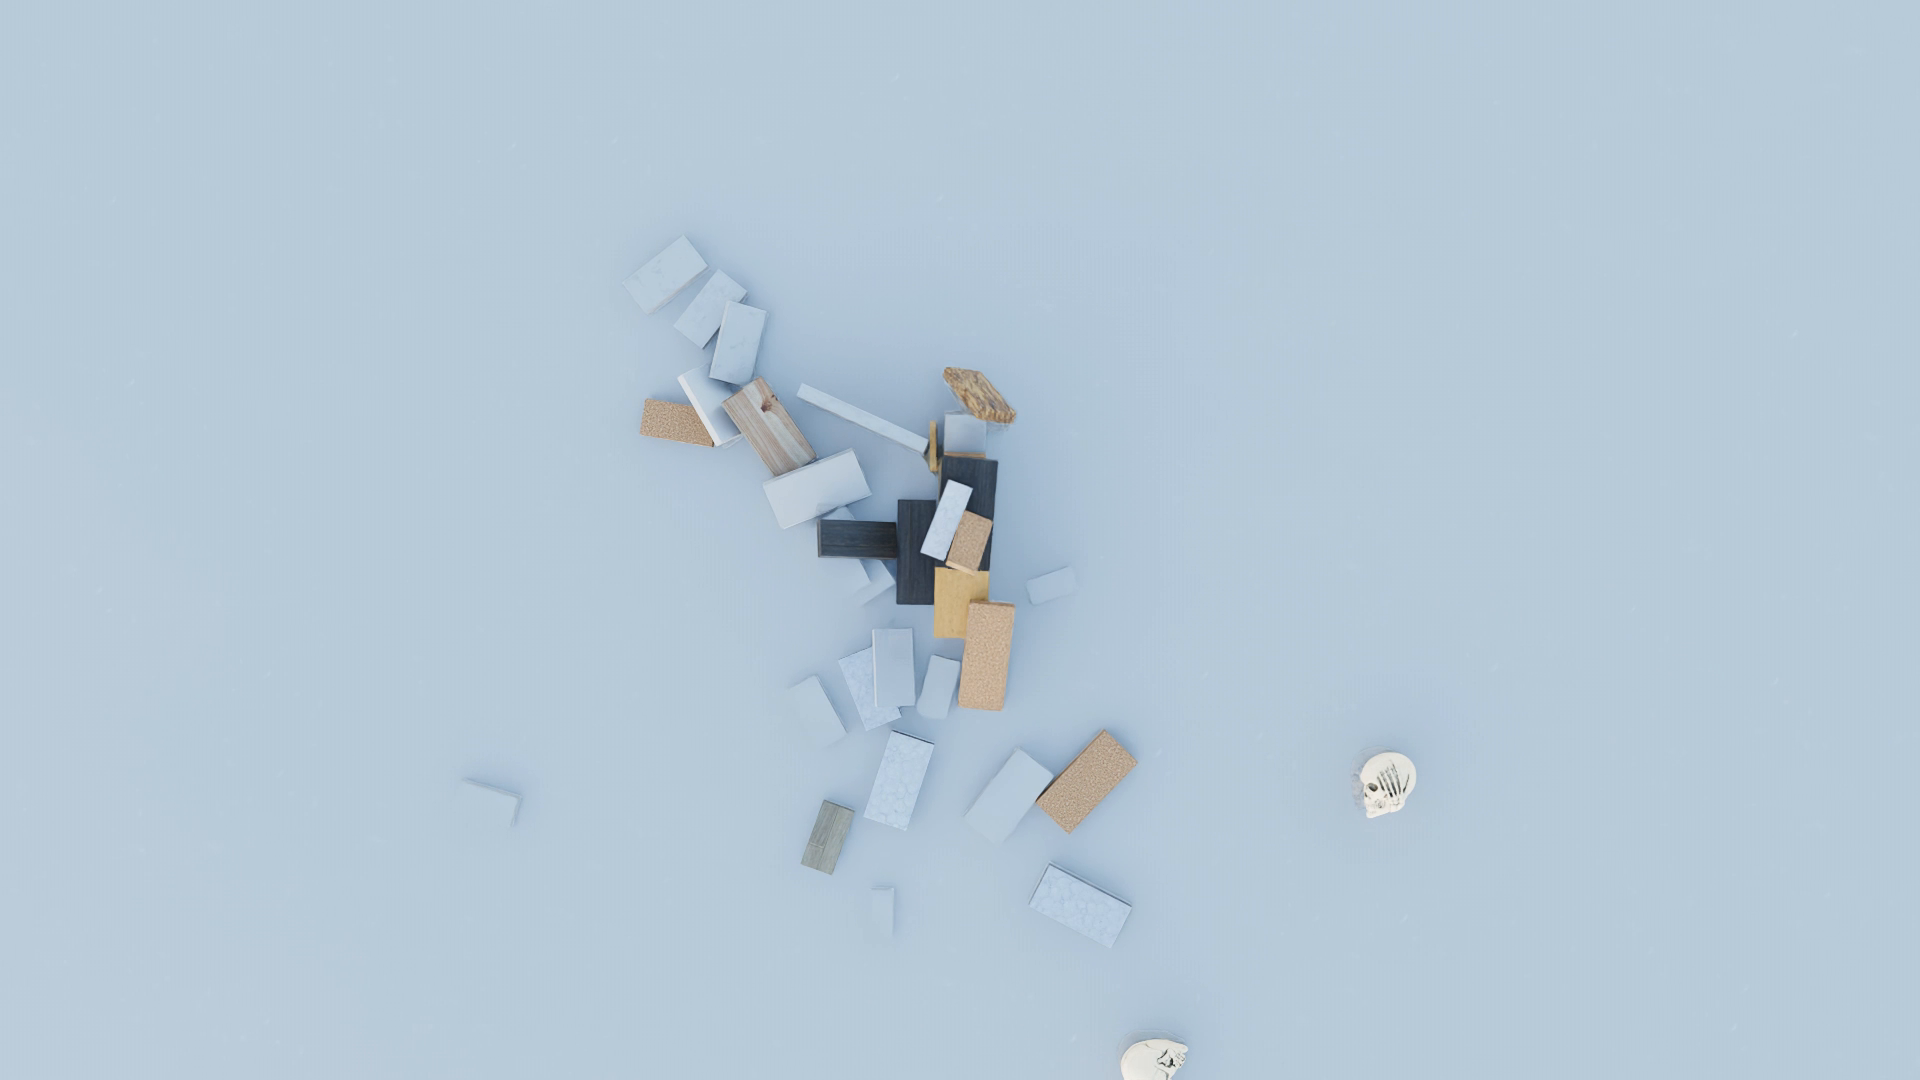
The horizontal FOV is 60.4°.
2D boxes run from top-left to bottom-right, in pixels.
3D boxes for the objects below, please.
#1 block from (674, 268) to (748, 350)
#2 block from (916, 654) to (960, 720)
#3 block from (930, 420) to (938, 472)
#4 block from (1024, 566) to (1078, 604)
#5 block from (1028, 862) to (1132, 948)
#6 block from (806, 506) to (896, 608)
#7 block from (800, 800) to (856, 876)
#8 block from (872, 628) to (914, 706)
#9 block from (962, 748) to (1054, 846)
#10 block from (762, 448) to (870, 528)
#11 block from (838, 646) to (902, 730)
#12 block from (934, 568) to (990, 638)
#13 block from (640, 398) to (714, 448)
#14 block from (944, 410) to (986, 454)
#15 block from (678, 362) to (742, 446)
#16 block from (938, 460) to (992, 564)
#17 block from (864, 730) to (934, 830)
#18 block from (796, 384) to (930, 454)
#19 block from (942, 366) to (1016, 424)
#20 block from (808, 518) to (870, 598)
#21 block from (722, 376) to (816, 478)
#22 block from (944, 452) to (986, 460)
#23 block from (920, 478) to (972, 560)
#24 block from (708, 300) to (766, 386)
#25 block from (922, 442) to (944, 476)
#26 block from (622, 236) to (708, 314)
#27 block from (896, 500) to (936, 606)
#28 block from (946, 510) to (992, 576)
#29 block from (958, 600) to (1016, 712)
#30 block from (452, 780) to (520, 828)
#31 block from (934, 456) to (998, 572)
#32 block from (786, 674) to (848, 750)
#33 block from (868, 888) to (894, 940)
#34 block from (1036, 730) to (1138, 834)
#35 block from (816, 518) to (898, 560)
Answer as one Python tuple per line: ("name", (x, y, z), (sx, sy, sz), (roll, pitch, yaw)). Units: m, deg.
("block", (-0.828, -0.767, 5.483), (0.121, 0.034, 0.243), (38, 90, 0))
("block", (-0.072, 0.489, 5.486), (0.099, 0.028, 0.199), (15, 90, 0))
("block", (-0.088, -0.311, 5.439), (0.022, 0.078, 0.157), (-1, 84, 2))
("block", (0.304, 0.151, 5.488), (0.163, 0.023, 0.081), (-19, 90, 0))
("block", (0.398, 1.214, 5.478), (0.306, 0.043, 0.153), (27, 90, 0))
("block", (-0.361, 0.056, 5.478), (0.153, 0.043, 0.306), (-33, 90, 0))
("block", (-0.439, 0.989, 5.484), (0.111, 0.031, 0.222), (20, 90, 0))
("block", (-0.221, 0.422, 5.455), (0.126, 0.036, 0.253), (-1, 85, -14))
("block", (0.161, 0.852, 5.479), (0.149, 0.042, 0.299), (38, 90, 0))
("block", (-0.473, -0.171, 5.454), (0.319, 0.045, 0.159), (-21, 108, 0))
("block", (-0.299, 0.492, 5.482), (0.126, 0.036, 0.253), (-22, 90, 0))
("block", (0.006, 0.145, 5.423), (0.178, 0.050, 0.356), (1, 105, -3))
("block", (-0.933, -0.389, 5.483), (0.243, 0.034, 0.122), (10, 90, 0))
("block", (0.016, -0.287, 5.425), (0.136, 0.039, 0.273), (1, 110, -3))
("block", (-0.811, -0.450, 5.445), (0.130, 0.037, 0.259), (-30, 90, -39))
("block", (0.016, -0.085, 5.409), (0.178, 0.050, 0.356), (0, 110, -3))
("block", (-0.202, 0.797, 5.479), (0.149, 0.042, 0.299), (18, 90, 0))
("block", (-0.315, -0.396, 5.420), (0.451, 0.159, 0.045), (24, 90, 0))
("block", (0.062, -0.471, 5.358), (0.136, 0.273, 0.039), (5, 122, -34))
("block", (-0.398, 0.057, 5.441), (0.111, 0.031, 0.243), (-27, 90, 0))
("block", (-0.628, -0.365, 5.436), (0.159, 0.045, 0.319), (-34, 106, 0))
("block", (0.008, -0.152, 5.432), (0.136, 0.039, 0.273), (2, 110, -4))
("block", (-0.043, -0.064, 5.281), (0.081, 0.023, 0.250), (21, 95, -5))
("block", (-0.735, -0.648, 5.455), (0.130, 0.037, 0.259), (13, 90, -26))
("block", (-0.039, -0.287, 5.489), (0.157, 0.022, 0.078), (-32, 90, 0))
("block", (-0.978, -0.881, 5.482), (0.259, 0.037, 0.130), (-38, 90, 0))
("block", (-0.146, 0.041, 5.482), (0.126, 0.036, 0.348), (1, 90, 0))
("block", (0.030, 0.009, 5.233), (0.099, 0.028, 0.199), (22, 58, -5))
("block", (0.087, 0.382, 5.435), (0.149, 0.042, 0.360), (6, 104, -1))
("block", (-1.577, 0.877, 5.486), (0.199, 0.028, 0.099), (17, 90, 0))
("block", (0.019, -0.085, 5.319), (0.178, 0.050, 0.356), (4, 97, -4))
("block", (-0.476, 0.573, 5.484), (0.111, 0.031, 0.222), (-29, 90, 0))
("block", (-0.264, 1.245, 5.488), (0.081, 0.023, 0.163), (1, 90, 0))
("block", (0.420, 0.803, 5.478), (0.153, 0.043, 0.332), (44, 90, 0))
("block", (-0.338, -0.001, 5.418), (0.265, 0.034, 0.121), (2, 77, -24))
